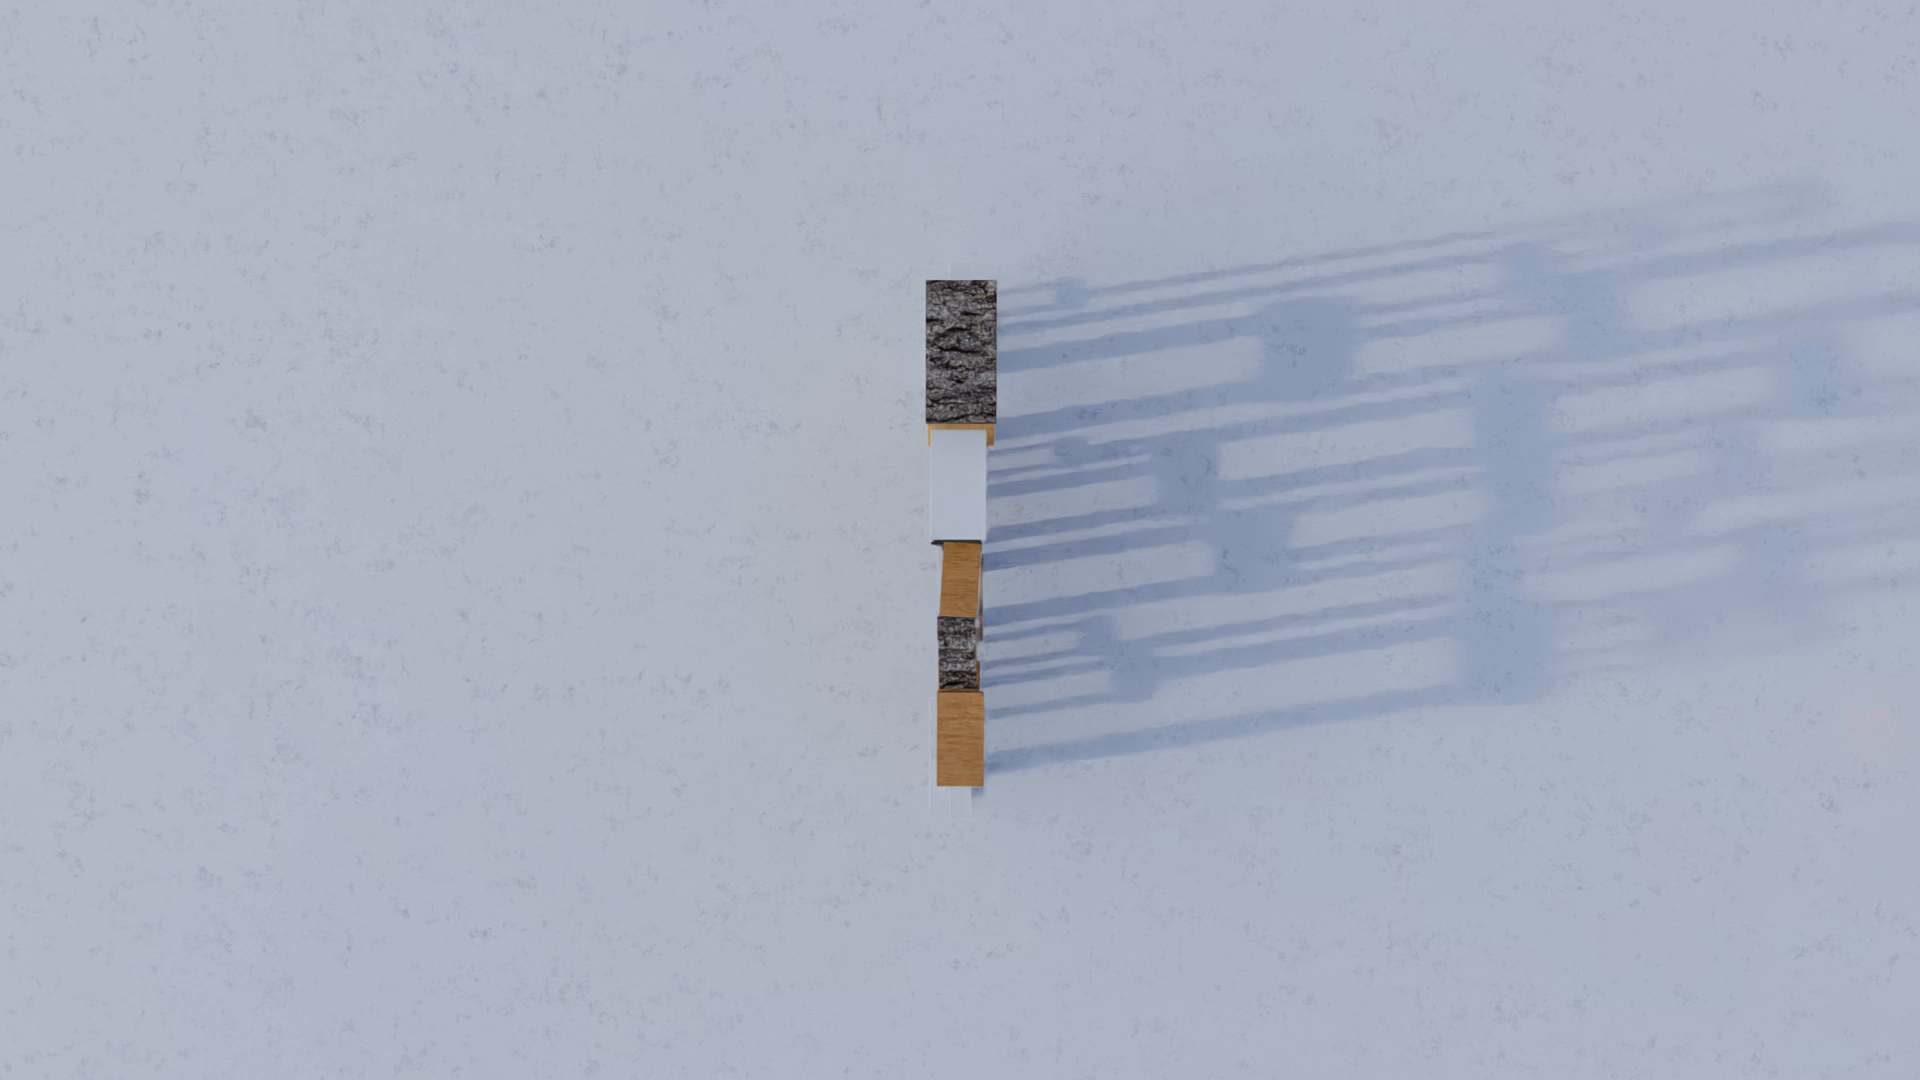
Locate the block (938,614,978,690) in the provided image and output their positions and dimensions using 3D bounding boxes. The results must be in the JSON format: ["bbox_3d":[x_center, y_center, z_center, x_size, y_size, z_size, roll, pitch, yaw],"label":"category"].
[{"bbox_3d":[-0.008,0.299,4.444,0.100,0.028,0.200,-2,90,1],"label":"block"}]

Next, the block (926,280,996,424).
[{"bbox_3d":[0.003,-0.462,4.059,0.174,0.049,0.348,0,90,0],"label":"block"}]

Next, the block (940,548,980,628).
[{"bbox_3d":[-0.002,0.142,4.929,0.120,0.034,0.239,0,90,0],"label":"block"}]

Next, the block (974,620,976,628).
[{"bbox_3d":[-0.009,0.235,4.613,0.100,0.310,0.028,-1,89,1],"label":"block"}]

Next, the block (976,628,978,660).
[{"bbox_3d":[0.002,0.368,4.966,0.103,0.029,0.205,0,90,0],"label":"block"}]

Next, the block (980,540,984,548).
[{"bbox_3d":[0.000,-0.122,4.943,0.143,0.041,0.286,1,90,0],"label":"block"}]

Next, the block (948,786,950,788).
[{"bbox_3d":[-0.002,0.648,4.774,0.069,0.020,0.138,0,90,0],"label":"block"}]

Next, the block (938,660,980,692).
[{"bbox_3d":[-0.003,0.459,4.675,0.115,0.033,0.230,0,90,0],"label":"block"}]

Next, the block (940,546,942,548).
[{"bbox_3d":[-0.006,-0.070,5.265,0.109,0.031,0.219,0,90,0],"label":"block"}]

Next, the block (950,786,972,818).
[{"bbox_3d":[0.002,0.719,4.635,0.060,0.017,0.121,-1,90,0],"label":"block"}]

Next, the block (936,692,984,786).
[{"bbox_3d":[0.001,0.529,4.392,0.125,0.035,0.249,0,90,0],"label":"block"}]

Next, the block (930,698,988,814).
[{"bbox_3d":[-0.005,0.647,4.946,0.171,0.048,0.342,0,90,0],"label":"block"}]

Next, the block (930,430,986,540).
[{"bbox_3d":[-0.004,-0.138,4.132,0.138,0.039,0.275,0,87,0],"label":"block"}]

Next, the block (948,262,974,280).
[{"bbox_3d":[0.002,-0.712,4.647,0.070,0.020,0.139,1,90,0],"label":"block"}]

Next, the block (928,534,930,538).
[{"bbox_3d":[-0.021,-0.022,4.785,0.135,0.271,0.038,3,88,-1],"label":"block"}]

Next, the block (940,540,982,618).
[{"bbox_3d":[0.001,0.104,4.393,0.099,0.028,0.198,3,97,0],"label":"block"}]

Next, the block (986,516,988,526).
[{"bbox_3d":[-0.004,-0.053,4.379,0.138,0.457,0.039,3,93,-1],"label":"block"}]

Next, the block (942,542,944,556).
[{"bbox_3d":[0.002,0.029,4.501,0.099,0.198,0.028,5,94,-2],"label":"block"}]

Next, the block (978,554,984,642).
[{"bbox_3d":[0.004,0.180,5.205,0.138,0.039,0.275,0,90,0],"label":"block"}]

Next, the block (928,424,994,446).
[{"bbox_3d":[0.004,-0.433,4.458,0.179,0.051,0.357,0,90,0],"label":"block"}]

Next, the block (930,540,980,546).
[{"bbox_3d":[-0.011,-0.120,4.631,0.135,0.038,0.271,1,89,0],"label":"block"}]
